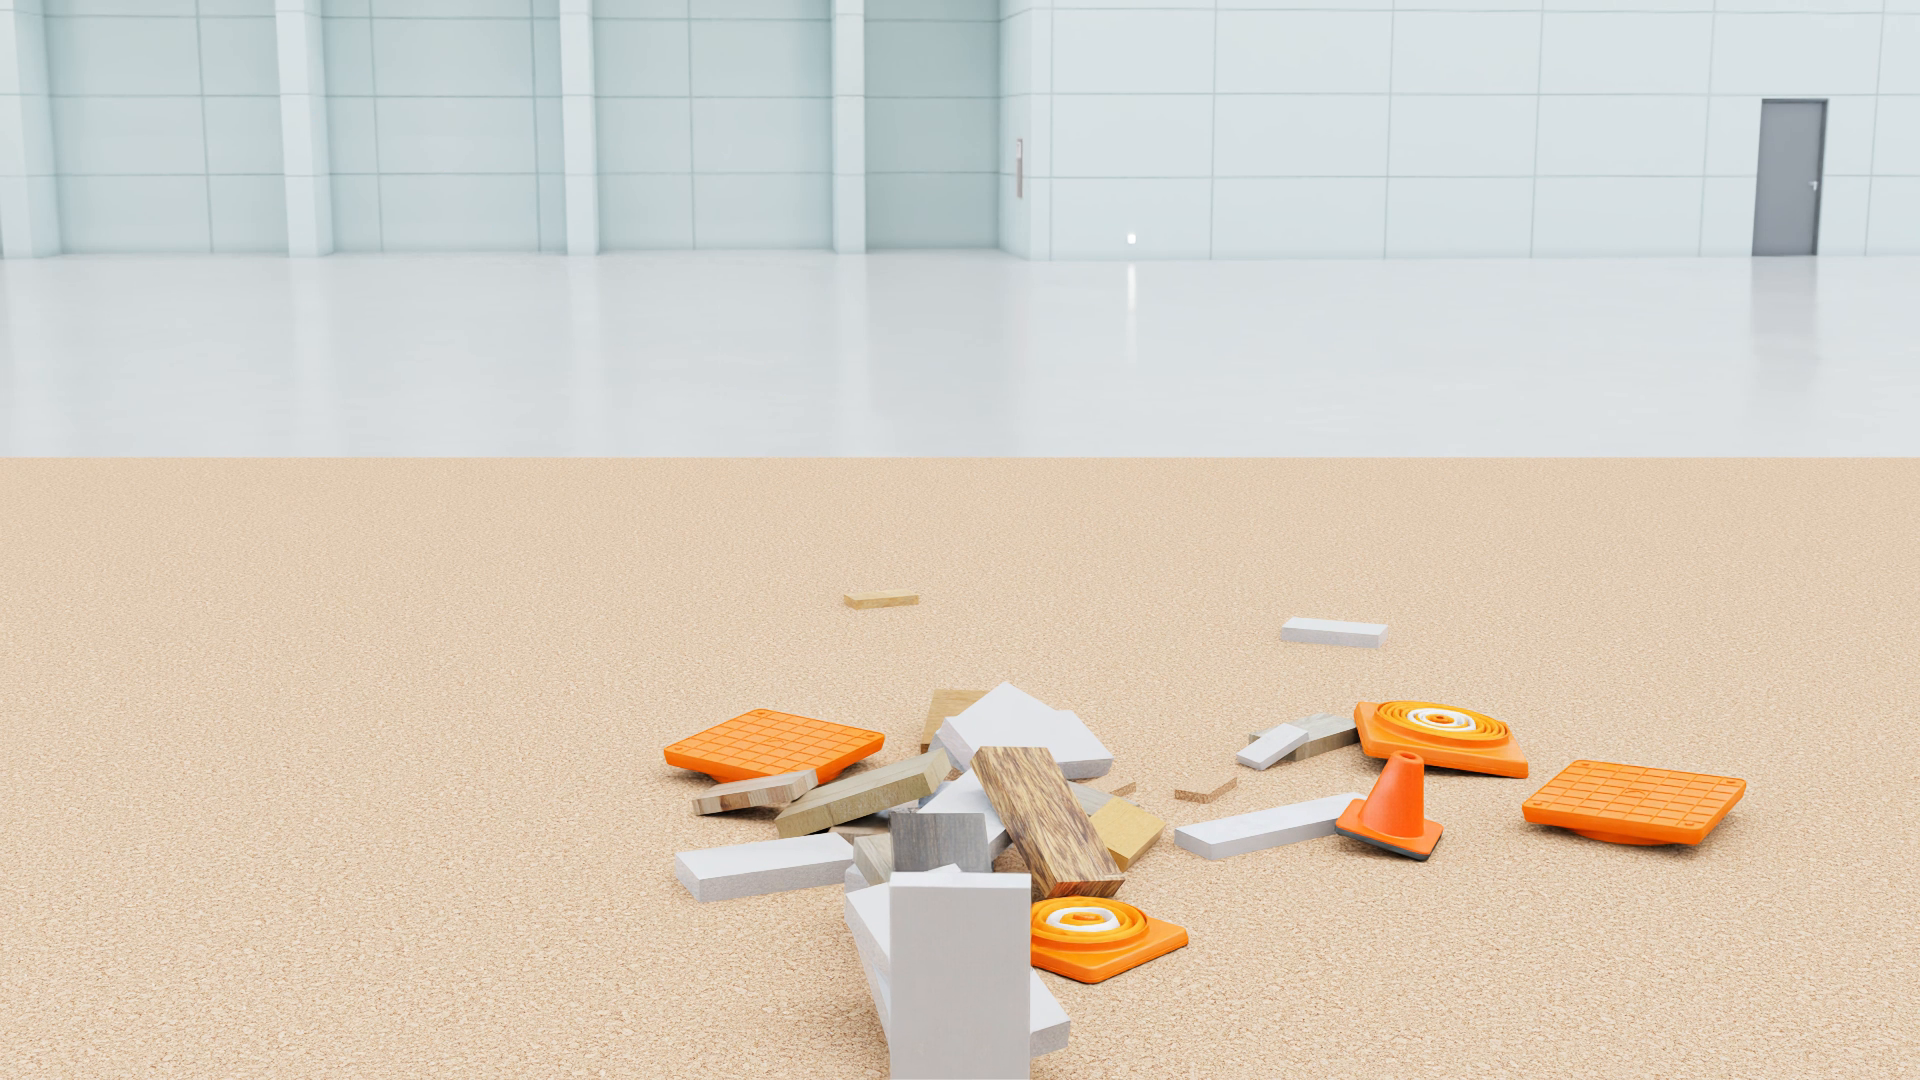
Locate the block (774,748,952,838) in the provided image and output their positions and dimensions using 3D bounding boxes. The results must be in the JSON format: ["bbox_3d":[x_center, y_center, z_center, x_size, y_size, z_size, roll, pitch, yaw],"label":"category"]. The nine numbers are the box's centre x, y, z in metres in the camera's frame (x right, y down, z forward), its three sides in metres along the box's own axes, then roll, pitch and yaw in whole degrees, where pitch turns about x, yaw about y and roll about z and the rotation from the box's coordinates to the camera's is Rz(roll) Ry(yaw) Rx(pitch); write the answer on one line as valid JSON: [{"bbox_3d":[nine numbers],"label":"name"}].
[{"bbox_3d":[-0.173,0.457,3.953,0.297,0.042,0.148,-19,7,17],"label":"block"}]

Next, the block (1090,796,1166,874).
[{"bbox_3d":[0.280,0.517,3.874,0.106,0.030,0.212,27,19,17],"label":"block"}]

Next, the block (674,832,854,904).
[{"bbox_3d":[-0.323,0.556,3.741,0.292,0.041,0.146,-4,11,-23],"label":"block"}]

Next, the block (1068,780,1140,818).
[{"bbox_3d":[0.192,0.485,4.076,0.254,0.035,0.122,14,16,35],"label":"block"}]

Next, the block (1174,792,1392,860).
[{"bbox_3d":[0.589,0.516,3.984,0.421,0.030,0.106,-6,12,-31],"label":"block"}]

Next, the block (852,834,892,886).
[{"bbox_3d":[-0.048,0.540,3.413,0.146,0.041,0.292,-4,23,-22],"label":"block"}]

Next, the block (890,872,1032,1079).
[{"bbox_3d":[0.001,0.587,2.738,0.173,0.346,0.049,0,12,2],"label":"block"}]

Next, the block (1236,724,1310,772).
[{"bbox_3d":[0.630,0.416,4.426,0.138,0.020,0.069,-28,27,-29],"label":"block"}]

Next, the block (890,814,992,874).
[{"bbox_3d":[-0.019,0.565,3.227,0.146,0.041,0.469,1,32,-5],"label":"block"}]

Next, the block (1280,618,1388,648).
[{"bbox_3d":[0.938,0.232,5.502,0.244,0.035,0.122,4,11,21],"label":"block"}]

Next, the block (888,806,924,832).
[{"bbox_3d":[-0.037,0.535,3.686,0.138,0.039,0.276,-2,24,-8],"label":"block"}]

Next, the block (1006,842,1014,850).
[{"bbox_3d":[0.043,0.541,3.897,0.093,0.013,0.046,-7,12,-32],"label":"block"}]

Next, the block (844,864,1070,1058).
[{"bbox_3d":[-0.009,0.587,3.012,0.173,0.049,0.346,-12,35,-24],"label":"block"}]

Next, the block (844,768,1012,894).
[{"bbox_3d":[-0.003,0.489,3.672,0.148,0.042,0.497,14,23,24],"label":"block"}]

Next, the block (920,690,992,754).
[{"bbox_3d":[0.013,0.386,4.553,0.158,0.045,0.317,1,16,4],"label":"block"}]

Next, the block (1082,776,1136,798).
[{"bbox_3d":[0.270,0.480,4.206,0.069,0.020,0.138,8,13,37],"label":"block"}]

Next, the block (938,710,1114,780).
[{"bbox_3d":[0.130,0.403,4.286,0.317,0.045,0.158,0,33,-37],"label":"block"}]

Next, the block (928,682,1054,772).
[{"bbox_3d":[0.080,0.388,4.383,0.158,0.045,0.317,29,26,17],"label":"block"}]

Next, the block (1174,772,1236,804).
[{"bbox_3d":[0.473,0.476,4.229,0.069,0.020,0.138,6,12,30],"label":"block"}]

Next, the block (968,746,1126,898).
[{"bbox_3d":[0.145,0.471,3.689,0.148,0.042,0.297,5,40,-38],"label":"block"}]

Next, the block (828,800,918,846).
[{"bbox_3d":[-0.142,0.510,3.993,0.138,0.039,0.276,2,11,9],"label":"block"}]

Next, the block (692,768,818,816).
[{"bbox_3d":[-0.381,0.469,4.095,0.211,0.030,0.106,-11,6,22],"label":"block"}]

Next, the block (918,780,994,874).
[{"bbox_3d":[-0.007,0.506,3.865,0.138,0.039,0.276,2,21,1],"label":"block"}]

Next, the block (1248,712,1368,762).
[{"bbox_3d":[0.723,0.407,4.557,0.244,0.035,0.122,-10,14,-43],"label":"block"}]

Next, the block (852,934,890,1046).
[{"bbox_3d":[-0.034,0.613,3.059,0.173,0.049,0.346,-5,32,-14],"label":"block"}]

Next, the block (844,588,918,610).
[{"bbox_3d":[-0.212,0.159,5.919,0.182,0.026,0.091,-4,11,-22],"label":"block"}]
